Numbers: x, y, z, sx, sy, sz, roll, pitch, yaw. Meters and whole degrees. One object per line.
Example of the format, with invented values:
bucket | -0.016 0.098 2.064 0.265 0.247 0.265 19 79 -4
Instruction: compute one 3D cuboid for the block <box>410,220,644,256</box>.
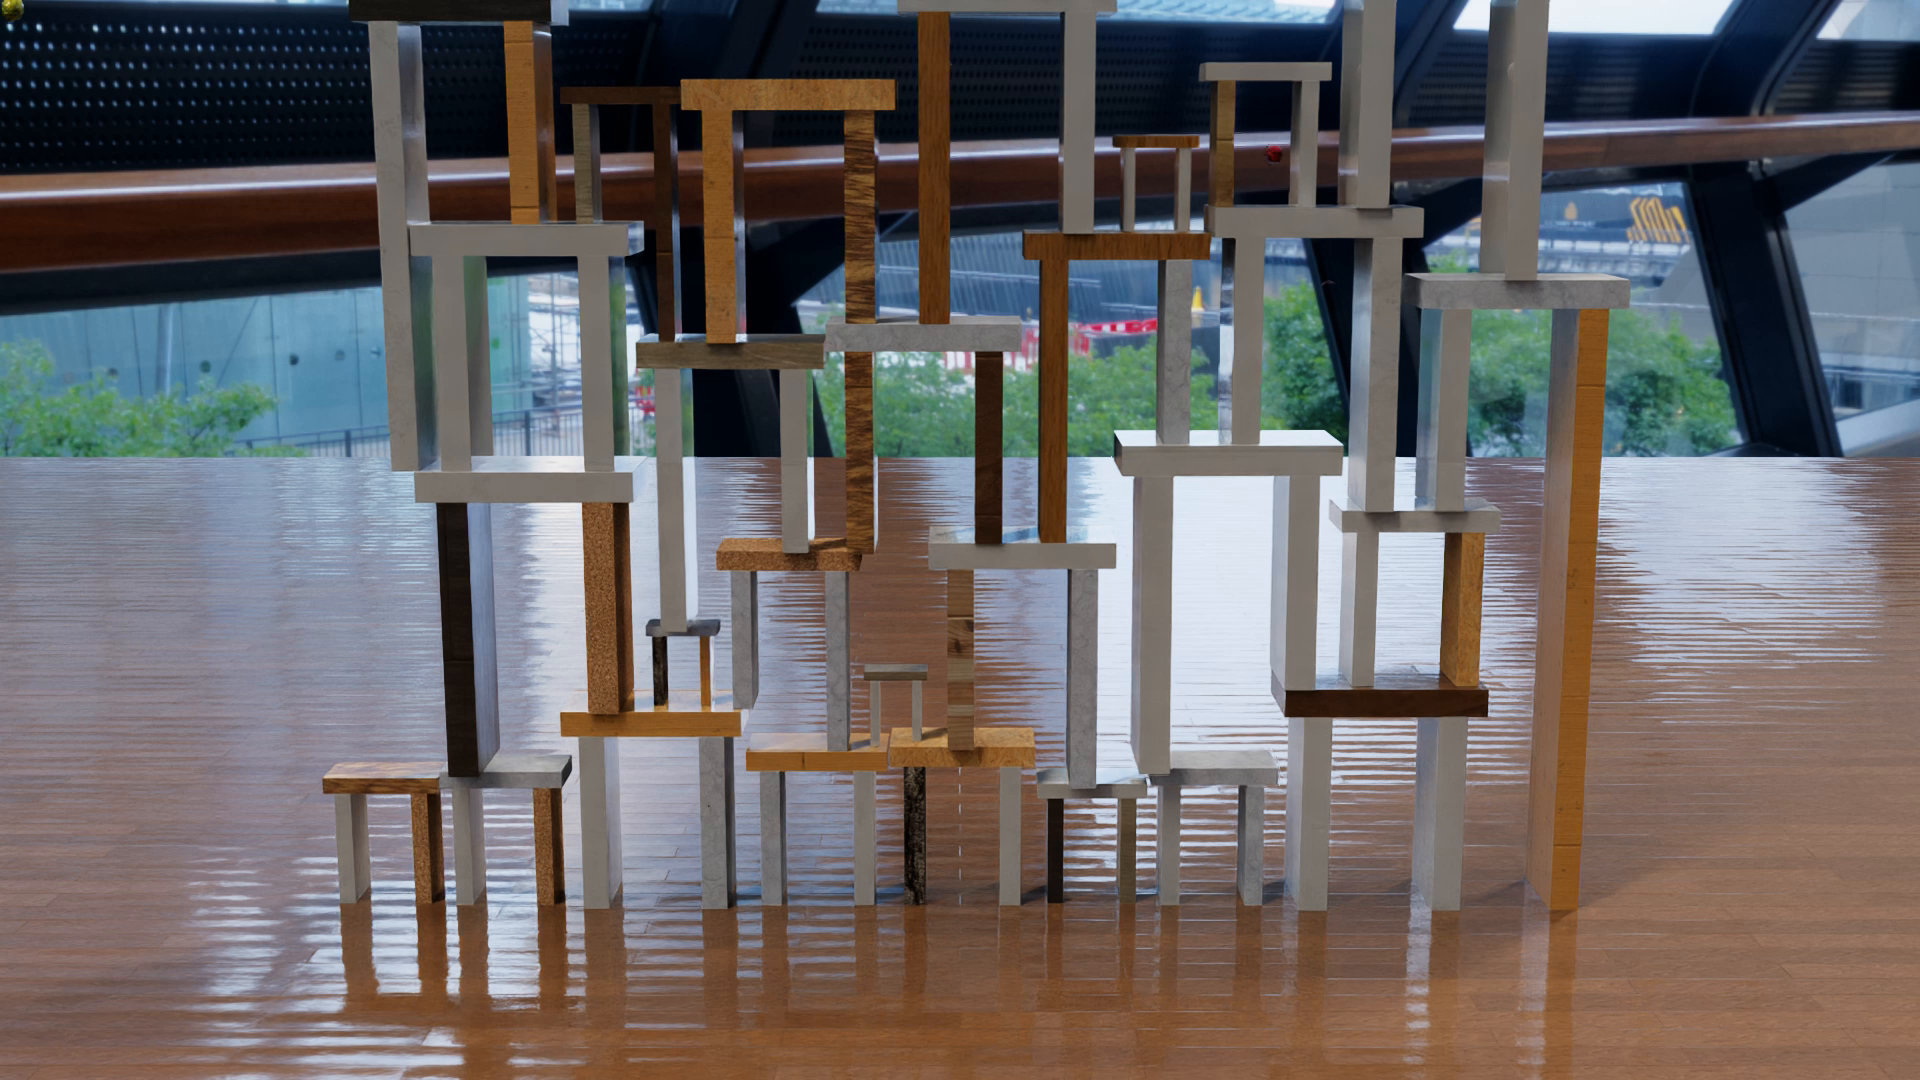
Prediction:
block | -0.680 -0.477 3.475 0.337 0.048 0.168 0 11 0

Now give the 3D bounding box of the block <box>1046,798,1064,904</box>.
block | 0.157 0.502 3.652 0.025 0.179 0.090 0 11 0

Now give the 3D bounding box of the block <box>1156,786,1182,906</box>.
block | 0.345 0.490 3.645 0.029 0.205 0.103 0 11 0

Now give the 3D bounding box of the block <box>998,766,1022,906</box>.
block | 0.083 0.474 3.650 0.033 0.236 0.118 0 11 0

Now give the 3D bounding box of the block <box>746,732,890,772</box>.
block | -0.233 0.349 3.625 0.229 0.032 0.114 0 11 0

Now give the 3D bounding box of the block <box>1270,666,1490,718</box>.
block | 0.684 0.247 3.604 0.326 0.046 0.163 0 11 0

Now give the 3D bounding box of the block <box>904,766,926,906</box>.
block | -0.075 0.474 3.650 0.033 0.236 0.118 0 11 0

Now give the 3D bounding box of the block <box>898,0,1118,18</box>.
block | 0.072 -0.838 3.404 0.333 0.047 0.167 0 11 0

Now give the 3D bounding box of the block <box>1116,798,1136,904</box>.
block | 0.276 0.502 3.652 0.025 0.179 0.090 0 11 0

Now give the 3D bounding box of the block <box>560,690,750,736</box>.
block | -0.498 0.284 3.612 0.291 0.041 0.145 0 11 0

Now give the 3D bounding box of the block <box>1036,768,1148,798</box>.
block | 0.216 0.402 3.633 0.179 0.025 0.090 0 11 0

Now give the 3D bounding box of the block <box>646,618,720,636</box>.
block | -0.451 0.143 3.585 0.115 0.016 0.058 0 11 -1

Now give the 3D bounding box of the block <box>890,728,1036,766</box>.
block | 0.004 0.341 3.626 0.236 0.033 0.118 0 11 0

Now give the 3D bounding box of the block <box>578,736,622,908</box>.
block | -0.595 0.447 3.642 0.041 0.291 0.145 0 11 0

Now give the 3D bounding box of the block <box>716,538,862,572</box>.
block | -0.275 0.023 3.567 0.228 0.032 0.114 0 11 0

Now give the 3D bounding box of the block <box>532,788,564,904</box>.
block | -0.681 0.493 3.647 0.028 0.199 0.099 0 11 0

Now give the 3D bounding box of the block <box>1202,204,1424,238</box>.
block | 0.553 -0.503 3.465 0.321 0.046 0.161 0 11 0

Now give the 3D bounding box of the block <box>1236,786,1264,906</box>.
block | 0.482 0.490 3.646 0.029 0.205 0.103 0 11 0

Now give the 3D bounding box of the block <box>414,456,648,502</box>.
block | -0.686 -0.098 3.542 0.344 0.049 0.172 0 11 0

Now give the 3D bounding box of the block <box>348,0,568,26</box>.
block | -0.773 -0.822 3.406 0.306 0.043 0.153 0 11 0

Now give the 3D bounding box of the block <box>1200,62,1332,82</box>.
block | 0.474 -0.728 3.421 0.193 0.027 0.096 0 11 0

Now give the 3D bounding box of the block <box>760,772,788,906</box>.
block | -0.309 0.477 3.649 0.032 0.229 0.114 0 11 0

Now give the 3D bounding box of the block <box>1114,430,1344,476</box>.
block | 0.426 -0.140 3.529 0.346 0.049 0.173 0 11 -1

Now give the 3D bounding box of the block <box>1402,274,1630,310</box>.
block | 0.879 -0.395 3.488 0.320 0.045 0.160 0 11 0

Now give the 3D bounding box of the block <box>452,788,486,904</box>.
block | -0.814 0.493 3.647 0.028 0.199 0.099 0 11 0

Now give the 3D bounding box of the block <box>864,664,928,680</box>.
block | -0.105 0.217 3.602 0.103 0.015 0.051 0 11 0

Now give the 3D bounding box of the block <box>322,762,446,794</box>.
block | -0.946 0.393 3.633 0.187 0.027 0.094 0 11 0

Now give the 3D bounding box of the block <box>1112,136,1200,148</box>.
block | 0.306 -0.624 3.443 0.130 0.018 0.065 0 12 0

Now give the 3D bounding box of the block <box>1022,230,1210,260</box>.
block | 0.244 -0.466 3.469 0.287 0.041 0.144 0 11 0

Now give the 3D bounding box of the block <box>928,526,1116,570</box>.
block | 0.100 0.012 3.561 0.298 0.042 0.149 0 11 0

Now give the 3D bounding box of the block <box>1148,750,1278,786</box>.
block | 0.413 0.375 3.621 0.205 0.029 0.103 0 11 0

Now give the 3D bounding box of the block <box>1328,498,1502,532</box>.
block | 0.732 -0.041 3.549 0.252 0.036 0.126 0 11 0

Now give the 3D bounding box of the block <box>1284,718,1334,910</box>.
block | 0.576 0.430 3.638 0.046 0.326 0.163 0 11 0

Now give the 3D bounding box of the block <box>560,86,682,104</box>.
block | -0.524 -0.693 3.427 0.184 0.026 0.092 0 11 0

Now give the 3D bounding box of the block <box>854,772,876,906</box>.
block | -0.157 0.477 3.649 0.032 0.229 0.114 0 11 0

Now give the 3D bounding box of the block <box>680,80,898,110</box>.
block | -0.262 -0.694 3.431 0.326 0.046 0.163 0 11 0

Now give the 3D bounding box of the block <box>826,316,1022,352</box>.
block | -0.056 -0.328 3.493 0.304 0.043 0.152 0 11 0

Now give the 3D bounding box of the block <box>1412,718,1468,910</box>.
block | 0.793 0.430 3.638 0.046 0.326 0.163 0 11 0

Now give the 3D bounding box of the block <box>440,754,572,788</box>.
block | -0.747 0.381 3.626 0.199 0.028 0.099 0 11 0

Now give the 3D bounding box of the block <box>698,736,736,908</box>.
block | -0.401 0.447 3.642 0.041 0.291 0.145 0 11 0

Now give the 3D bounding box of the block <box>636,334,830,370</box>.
block | -0.360 -0.301 3.507 0.293 0.042 0.147 0 11 0
